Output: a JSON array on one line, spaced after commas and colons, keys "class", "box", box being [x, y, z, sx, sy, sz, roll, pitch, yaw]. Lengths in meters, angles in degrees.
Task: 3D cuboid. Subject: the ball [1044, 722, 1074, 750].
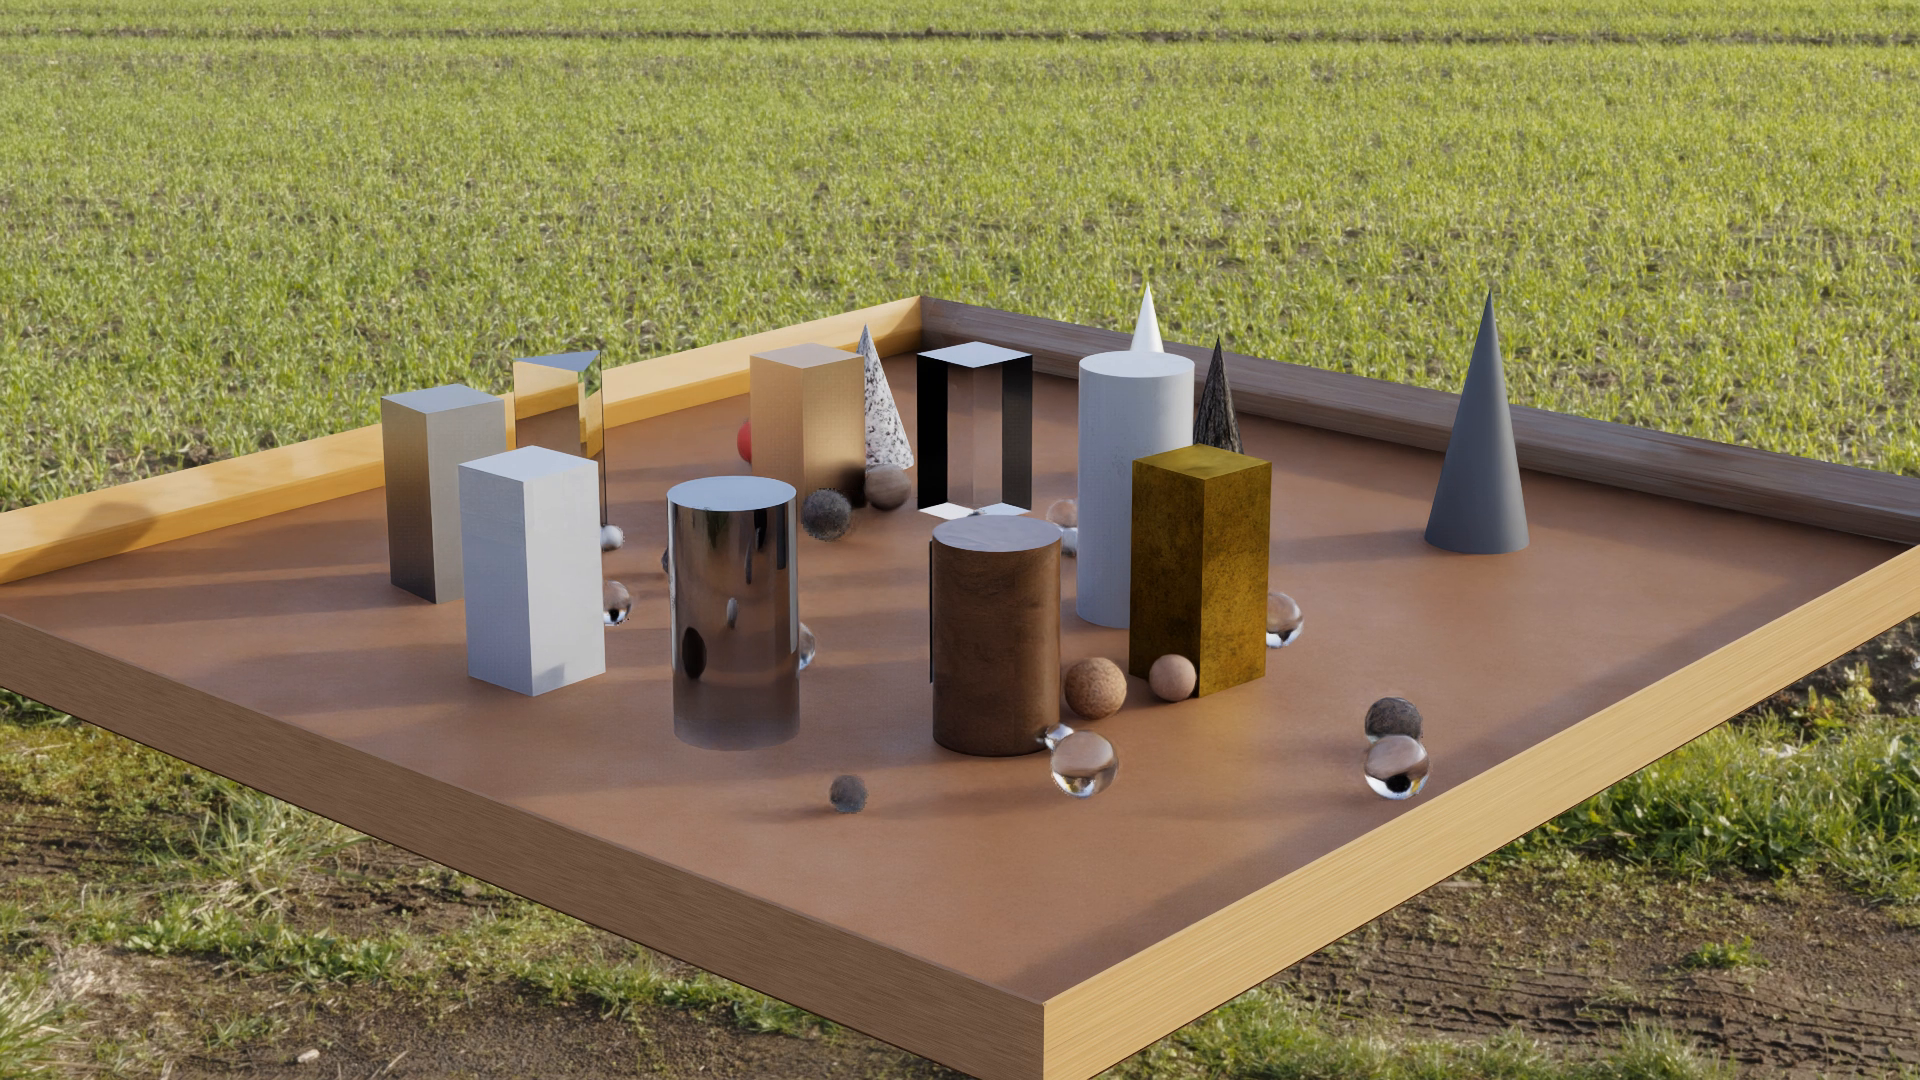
[{"class": "ball", "box": [0.150, 0.295, 4.388, 0.046, 0.046, 0.046, 0, 17, 0]}]

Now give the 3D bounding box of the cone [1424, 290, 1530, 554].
[{"class": "cone", "box": [0.961, -0.231, 5.382, 0.194, 0.479, 0.194, 0, 17, 0]}]

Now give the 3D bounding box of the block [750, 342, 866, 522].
[{"class": "block", "box": [-0.291, -0.208, 5.619, 0.155, 0.299, 0.155, -15, 23, -41]}]

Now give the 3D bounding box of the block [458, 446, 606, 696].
[{"class": "block", "box": [-0.682, 0.047, 4.679, 0.155, 0.352, 0.155, 14, 22, 39]}]

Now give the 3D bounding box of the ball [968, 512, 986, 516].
[{"class": "ball", "box": [0.032, -0.033, 5.485, 0.041, 0.041, 0.041, 0, 17, 0]}]

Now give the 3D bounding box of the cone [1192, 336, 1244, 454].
[{"class": "cone", "box": [0.461, -0.170, 5.290, 0.194, 0.415, 0.194, 0, 17, 0]}]

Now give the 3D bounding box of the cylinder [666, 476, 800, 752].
[{"class": "cylinder", "box": [-0.341, 0.109, 4.434, 0.194, 0.375, 0.194, 0, 17, 0]}]

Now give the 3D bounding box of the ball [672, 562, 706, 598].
[{"class": "ball", "box": [-0.472, 0.070, 5.106, 0.062, 0.062, 0.062, 0, 17, 0]}]

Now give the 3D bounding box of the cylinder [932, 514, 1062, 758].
[{"class": "cylinder", "box": [0.055, 0.143, 4.418, 0.194, 0.321, 0.194, 0, 17, 0]}]

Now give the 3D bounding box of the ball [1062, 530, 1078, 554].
[{"class": "ball", "box": [0.197, 0.004, 5.353, 0.046, 0.046, 0.046, 0, 17, 0]}]

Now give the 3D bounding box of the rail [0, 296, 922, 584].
[{"class": "rail", "box": [-0.977, -0.213, 5.932, 0.045, 0.126, 2.746, 14, 22, 39]}]

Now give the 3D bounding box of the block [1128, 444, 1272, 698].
[{"class": "block", "box": [0.382, 0.047, 4.673, 0.155, 0.357, 0.155, -15, 22, -40]}]

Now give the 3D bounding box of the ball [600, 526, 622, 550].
[{"class": "ball", "box": [-0.643, -0.004, 5.379, 0.046, 0.046, 0.046, 0, 17, 0]}]

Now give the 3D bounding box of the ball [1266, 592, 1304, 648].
[{"class": "ball", "box": [0.524, 0.132, 4.851, 0.090, 0.090, 0.090, 0, 17, 0]}]

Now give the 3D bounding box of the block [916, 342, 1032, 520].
[{"class": "block", "box": [0.028, -0.204, 5.588, 0.155, 0.308, 0.155, -15, 23, -41]}]

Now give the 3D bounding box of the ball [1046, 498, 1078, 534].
[{"class": "ball", "box": [0.198, -0.039, 5.448, 0.075, 0.075, 0.075, 0, 17, 0]}]

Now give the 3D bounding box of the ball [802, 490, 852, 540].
[{"class": "ball", "box": [-0.246, -0.047, 5.441, 0.093, 0.093, 0.093, 0, 17, 0]}]

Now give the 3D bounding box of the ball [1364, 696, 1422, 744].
[{"class": "ball", "box": [0.647, 0.277, 4.382, 0.085, 0.085, 0.085, 0, 17, 0]}]

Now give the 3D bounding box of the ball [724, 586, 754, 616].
[{"class": "ball", "box": [-0.378, 0.105, 5.007, 0.053, 0.053, 0.053, 0, 17, 0]}]

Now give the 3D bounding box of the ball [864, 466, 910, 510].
[{"class": "ball", "box": [-0.141, -0.100, 5.625, 0.087, 0.087, 0.087, 0, 17, 0]}]

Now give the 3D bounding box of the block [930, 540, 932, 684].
[{"class": "block", "box": [0.055, 0.105, 4.684, 0.155, 0.239, 0.155, 8, 19, 25]}]

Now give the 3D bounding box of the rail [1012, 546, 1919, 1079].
[{"class": "rail", "box": [0.977, 0.276, 4.309, 0.045, 0.126, 2.746, 14, 22, 39]}]

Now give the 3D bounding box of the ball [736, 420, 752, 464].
[{"class": "ball", "box": [-0.406, -0.199, 5.939, 0.096, 0.096, 0.096, 0, 17, 0]}]

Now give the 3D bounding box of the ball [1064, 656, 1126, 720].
[{"class": "ball", "box": [0.208, 0.228, 4.522, 0.097, 0.097, 0.097, 0, 17, 0]}]

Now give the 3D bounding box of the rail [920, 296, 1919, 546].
[{"class": "rail", "box": [0.885, -0.263, 6.096, 2.634, 0.126, 0.045, 14, 22, 39]}]

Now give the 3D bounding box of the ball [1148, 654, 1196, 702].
[{"class": "ball", "box": [0.333, 0.216, 4.601, 0.075, 0.075, 0.075, 0, 17, 0]}]

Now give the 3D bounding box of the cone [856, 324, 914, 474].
[{"class": "cone", "box": [-0.189, -0.299, 5.933, 0.194, 0.292, 0.194, 0, 17, 0]}]

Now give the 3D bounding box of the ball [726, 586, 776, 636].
[{"class": "ball", "box": [-0.350, 0.119, 4.909, 0.083, 0.083, 0.083, 0, 17, 0]}]

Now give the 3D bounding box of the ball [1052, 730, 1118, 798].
[{"class": "ball", "box": [0.180, 0.321, 4.215, 0.096, 0.096, 0.096, 0, 17, 0]}]

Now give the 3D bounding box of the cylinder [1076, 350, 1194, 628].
[{"class": "cylinder", "box": [0.296, -0.086, 4.977, 0.194, 0.436, 0.194, 0, 17, 0]}]

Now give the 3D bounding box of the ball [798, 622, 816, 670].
[{"class": "ball", "box": [-0.275, 0.171, 4.733, 0.084, 0.084, 0.084, 0, 17, 0]}]

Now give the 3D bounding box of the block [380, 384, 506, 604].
[{"class": "block", "box": [-0.897, -0.083, 5.131, 0.155, 0.340, 0.155, -14, 22, -38]}]

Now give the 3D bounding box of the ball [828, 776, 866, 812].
[{"class": "ball", "box": [-0.160, 0.360, 4.162, 0.053, 0.053, 0.053, 0, 17, 0]}]

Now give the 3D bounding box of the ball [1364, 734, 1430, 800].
[{"class": "ball", "box": [0.626, 0.325, 4.204, 0.094, 0.094, 0.094, 0, 17, 0]}]

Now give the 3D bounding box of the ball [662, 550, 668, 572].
[{"class": "ball", "box": [-0.503, 0.037, 5.224, 0.057, 0.057, 0.057, 0, 17, 0]}]

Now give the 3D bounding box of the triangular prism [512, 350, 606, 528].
[{"class": "triangular prism", "box": [-0.712, -0.175, 5.445, 0.168, 0.335, 0.145, 11, 20, 33]}]

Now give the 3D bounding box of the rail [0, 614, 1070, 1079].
[{"class": "rail", "box": [-0.885, 0.326, 4.145, 2.634, 0.126, 0.045, 14, 22, 39]}]

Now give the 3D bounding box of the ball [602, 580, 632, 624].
[{"class": "ball", "box": [-0.594, 0.106, 4.968, 0.075, 0.075, 0.075, 0, 17, 0]}]

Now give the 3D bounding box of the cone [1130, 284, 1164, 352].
[{"class": "cone", "box": [0.367, -0.314, 5.788, 0.194, 0.402, 0.194, 0, 17, 0]}]
